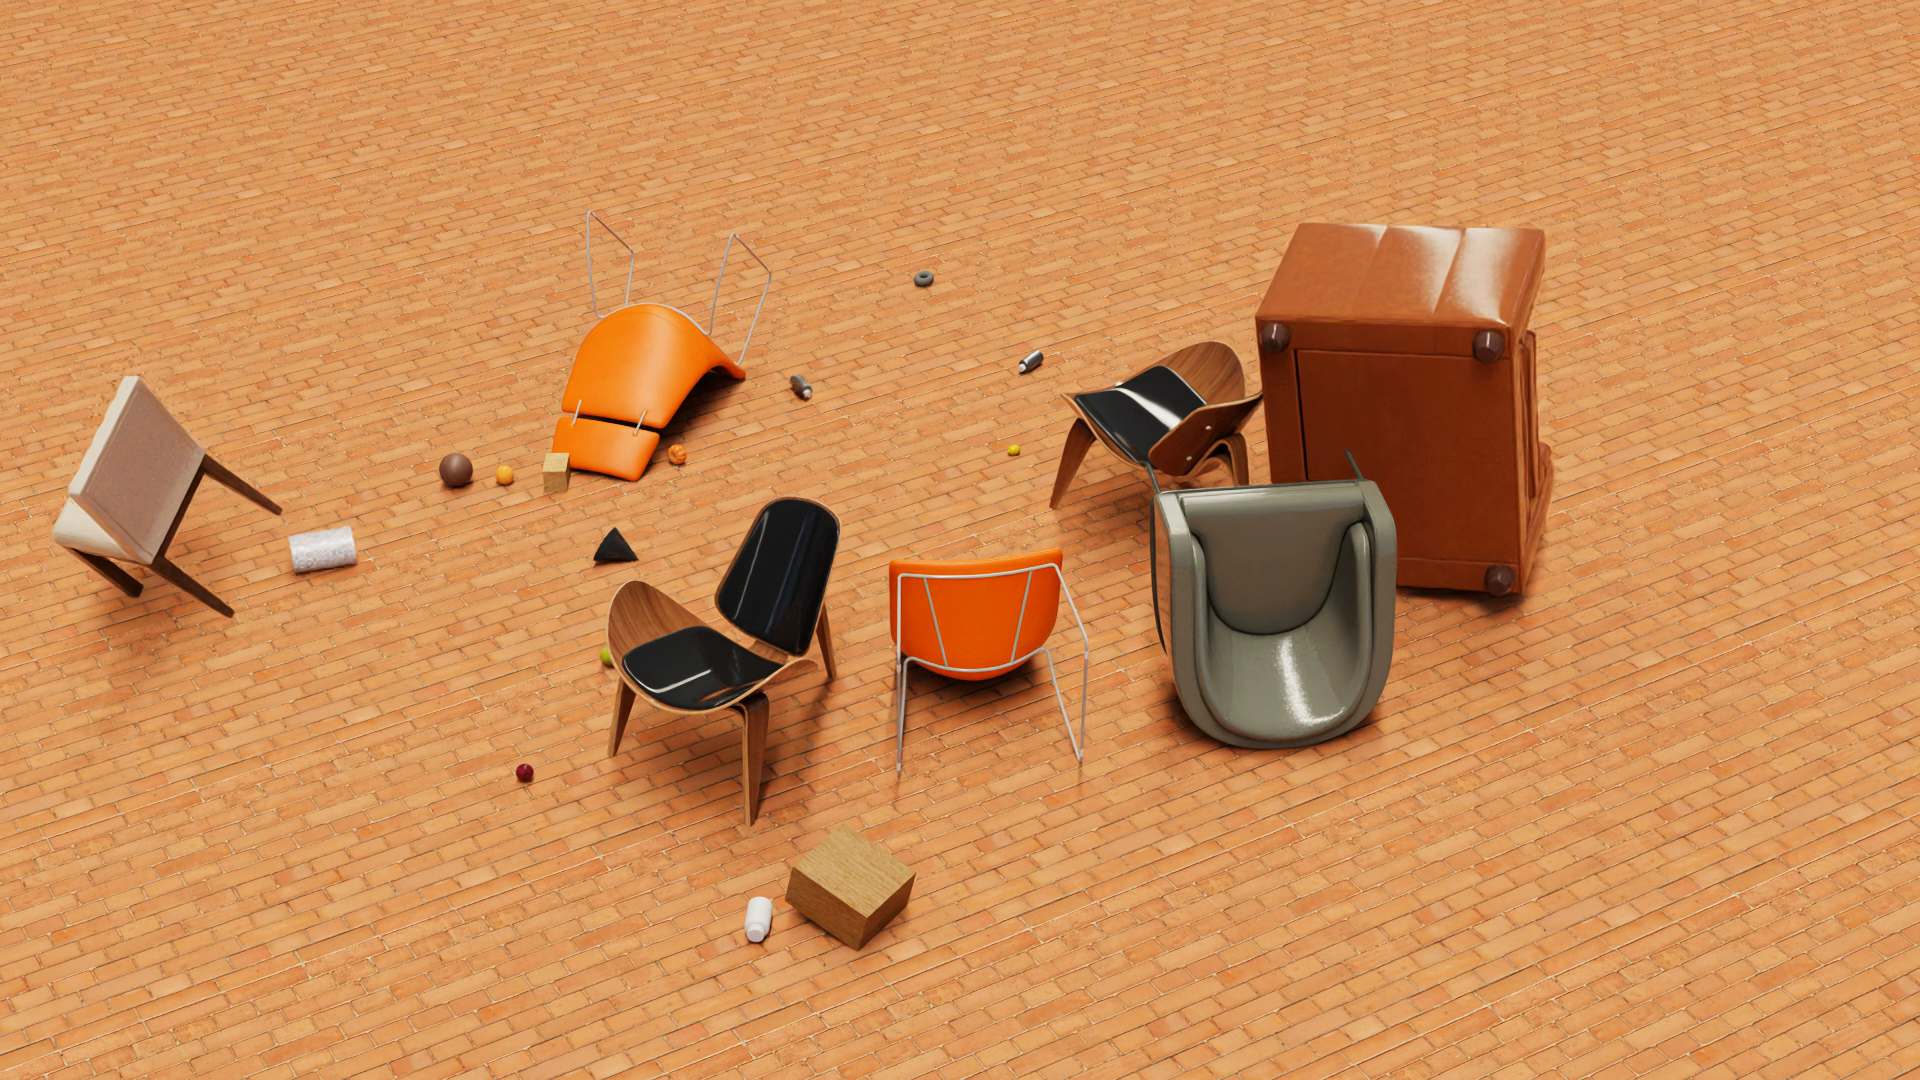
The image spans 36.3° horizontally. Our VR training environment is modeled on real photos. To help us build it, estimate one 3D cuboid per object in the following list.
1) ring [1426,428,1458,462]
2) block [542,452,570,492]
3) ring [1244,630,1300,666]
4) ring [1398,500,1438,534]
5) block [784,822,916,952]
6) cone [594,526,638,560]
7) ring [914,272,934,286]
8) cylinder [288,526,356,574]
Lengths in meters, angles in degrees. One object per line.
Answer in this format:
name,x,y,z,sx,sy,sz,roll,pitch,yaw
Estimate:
ring,1.880,-0.370,11.456,0.125,0.056,0.217,7,35,9
block,-1.547,-0.259,11.253,0.088,0.093,0.134,0,33,0
ring,1.095,0.380,10.320,0.200,0.053,0.171,10,34,13
ring,1.720,-0.088,11.027,0.095,0.057,0.213,-20,38,-25
block,-0.340,1.076,9.105,0.289,0.162,0.261,32,43,19
cone,-1.248,0.045,10.835,0.144,0.096,0.206,25,36,4
ring,-0.155,-1.124,12.618,0.083,0.037,0.107,9,34,16
cylinder,-2.344,0.035,10.776,0.225,0.127,0.169,-10,32,-15
